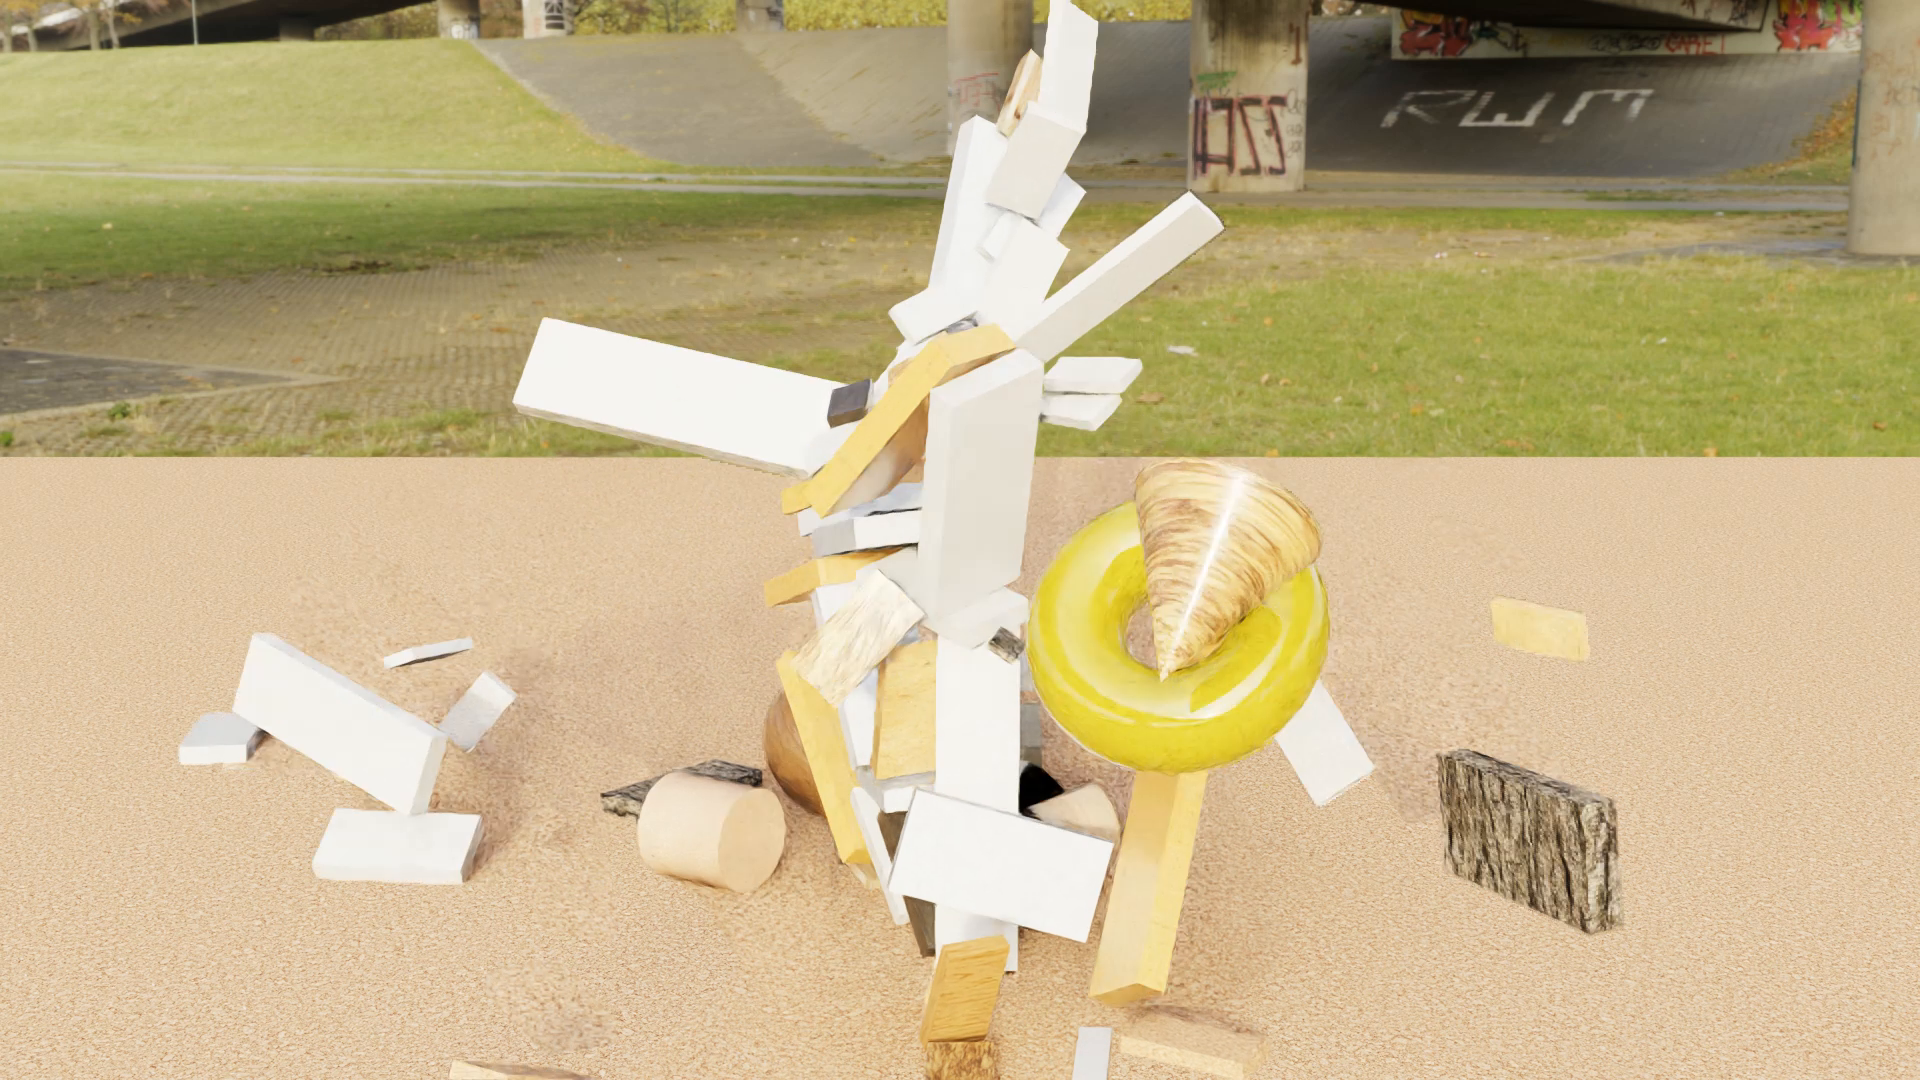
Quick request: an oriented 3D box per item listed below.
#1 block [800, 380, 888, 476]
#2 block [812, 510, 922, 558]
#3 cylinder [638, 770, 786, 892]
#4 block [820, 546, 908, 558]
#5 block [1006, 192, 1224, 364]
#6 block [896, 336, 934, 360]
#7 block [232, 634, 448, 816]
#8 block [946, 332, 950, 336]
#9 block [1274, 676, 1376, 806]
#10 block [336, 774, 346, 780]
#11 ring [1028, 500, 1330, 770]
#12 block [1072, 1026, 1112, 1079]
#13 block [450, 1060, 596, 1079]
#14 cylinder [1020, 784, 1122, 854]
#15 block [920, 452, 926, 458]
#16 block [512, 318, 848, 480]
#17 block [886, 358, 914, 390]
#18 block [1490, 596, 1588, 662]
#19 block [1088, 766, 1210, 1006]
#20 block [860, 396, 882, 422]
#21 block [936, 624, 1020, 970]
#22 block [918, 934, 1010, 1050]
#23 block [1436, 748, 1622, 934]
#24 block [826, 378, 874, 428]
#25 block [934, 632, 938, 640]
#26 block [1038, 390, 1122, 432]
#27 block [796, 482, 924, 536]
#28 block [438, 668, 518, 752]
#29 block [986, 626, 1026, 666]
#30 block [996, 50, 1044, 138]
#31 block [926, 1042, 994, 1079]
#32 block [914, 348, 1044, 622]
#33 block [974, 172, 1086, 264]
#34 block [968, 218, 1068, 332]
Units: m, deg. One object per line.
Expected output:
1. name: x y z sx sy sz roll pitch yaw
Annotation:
1. block: -0.096 -0.198 3.559 0.173 0.049 0.346 -8 -16 -38
2. block: -0.120 -0.012 3.491 0.167 0.047 0.334 -7 -1 -15
3. cylinder: -0.419 0.492 3.716 0.176 0.176 0.176 7 13 34
4. block: -0.180 0.062 4.084 0.167 0.334 0.047 11 19 30
5. block: 0.219 -0.380 3.302 0.378 0.026 0.091 -36 -34 19
6. block: -0.019 -0.365 4.000 0.186 0.093 0.026 -36 -28 16
7. block: -1.076 0.316 3.801 0.443 0.145 0.041 24 12 26
8. block: -0.019 -0.321 3.864 0.014 0.101 0.050 -8 56 -31
9. block: 0.480 0.258 3.023 0.027 0.190 0.095 -14 -22 -50
10. block: -1.162 0.381 4.218 0.079 0.157 0.022 -3 3 12
11. ring: 0.279 0.115 2.842 0.396 0.396 0.132 4 -29 19
12. block: 0.166 0.732 2.870 0.045 0.013 0.451 1 11 6
13. block: -0.547 0.691 2.803 0.095 0.027 0.190 4 -12 34
14. cylinder: 0.177 0.470 3.555 0.120 0.120 0.120 -19 17 -22
15. block: -0.069 -0.140 3.588 0.180 0.018 0.065 -9 -4 26
16. block: -0.461 -0.243 3.915 0.650 0.173 0.049 13 -18 10
17. block: -0.082 -0.230 3.257 0.018 0.063 0.125 -2 -4 -17
18. block: 0.826 0.127 3.140 0.140 0.067 0.019 13 34 44
19. block: 0.311 0.360 3.259 0.043 0.652 0.153 22 -26 -15
20. block: -0.089 -0.193 3.347 0.131 0.018 0.065 -6 45 -12
21. block: 0.027 0.383 3.331 0.125 0.532 0.035 0 2 3
22. block: 0.005 0.622 3.017 0.091 0.182 0.026 -5 37 -25
23. block: 0.688 0.361 2.677 0.043 0.153 0.307 -9 9 -19
24. block: -0.164 -0.206 3.301 0.063 0.018 0.125 -16 22 8
25. block: -0.001 0.241 4.630 0.033 0.230 0.115 -16 13 17
26. block: 0.170 -0.198 3.260 0.134 0.019 0.067 13 52 47
27. block: -0.143 -0.052 3.648 0.145 0.041 0.291 -6 -5 -29
28. block: -0.942 0.334 4.295 0.079 0.157 0.022 41 19 -3
29. block: 0.067 0.152 3.168 0.045 0.013 0.091 35 16 4
30. block: 0.121 -0.697 3.534 0.027 0.095 0.190 -35 27 41
31. block: 0.000 0.716 2.920 0.091 0.026 0.182 0 11 1
32. block: 0.025 -0.074 3.152 0.167 0.402 0.047 -27 51 -31
33. block: 0.110 -0.501 3.446 0.095 0.190 0.027 39 -18 -21
34. block: 0.088 -0.394 3.388 0.091 0.182 0.026 32 -15 -20
